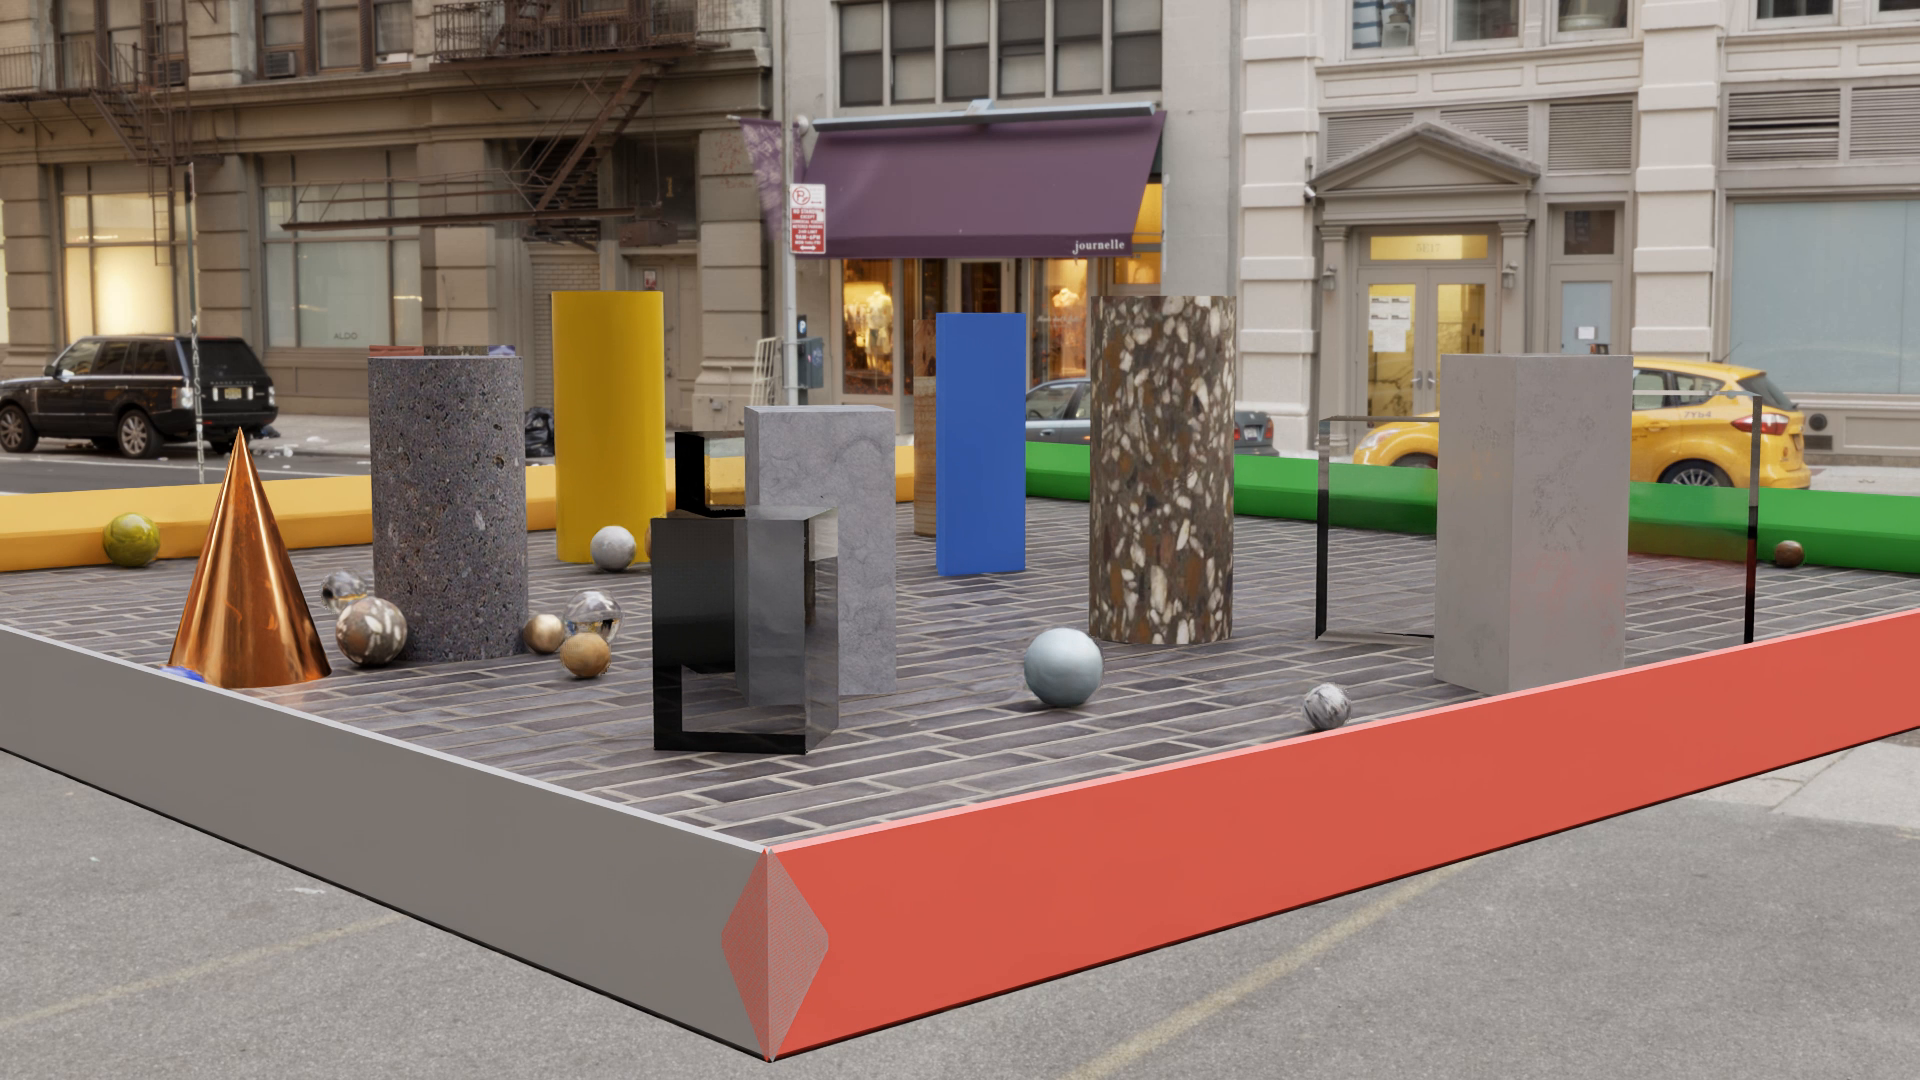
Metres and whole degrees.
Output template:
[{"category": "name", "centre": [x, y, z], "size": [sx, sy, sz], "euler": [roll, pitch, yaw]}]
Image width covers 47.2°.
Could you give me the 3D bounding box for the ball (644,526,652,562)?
[{"category": "ball", "centre": [-0.492, 0.003, 3.770], "size": [0.099, 0.099, 0.099], "euler": [0, 6, 0]}]

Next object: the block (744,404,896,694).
[{"category": "block", "centre": [-0.168, 0.008, 2.611], "size": [0.158, 0.329, 0.158], "euler": [-1, 6, -11]}]

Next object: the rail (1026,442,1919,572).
[{"category": "rail", "centre": [1.063, -0.069, 4.307], "size": [0.045, 0.128, 2.853], "euler": [-5, 8, -42]}]

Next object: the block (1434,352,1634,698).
[{"category": "block", "centre": [0.675, -0.022, 2.601], "size": [0.158, 0.393, 0.158], "euler": [-2, 6, -20]}]

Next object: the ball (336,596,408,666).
[{"category": "ball", "centre": [-0.737, 0.115, 2.756], "size": [0.087, 0.087, 0.087], "euler": [0, 6, 0]}]

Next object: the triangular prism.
[{"category": "triangular prism", "centre": [0.001, -0.169, 3.782], "size": [0.171, 0.440, 0.148], "euler": [-4, 7, -33]}]

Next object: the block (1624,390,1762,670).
[{"category": "block", "centre": [0.896, -0.011, 2.726], "size": [0.158, 0.343, 0.158], "euler": [1, 6, 14]}]

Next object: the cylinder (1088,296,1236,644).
[{"category": "cylinder", "centre": [0.277, -0.101, 3.017], "size": [0.197, 0.463, 0.197], "euler": [0, 6, 0]}]

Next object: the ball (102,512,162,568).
[{"category": "ball", "centre": [-1.438, 0.000, 3.819], "size": [0.096, 0.096, 0.096], "euler": [0, 6, 0]}]

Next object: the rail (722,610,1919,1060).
[{"category": "rail", "centre": [0.951, 0.140, 2.307], "size": [2.940, 0.128, 0.045], "euler": [-5, 8, -42]}]

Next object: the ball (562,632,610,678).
[{"category": "ball", "centre": [-0.455, 0.140, 2.673], "size": [0.056, 0.056, 0.056], "euler": [0, 6, 0]}]

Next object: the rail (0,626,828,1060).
[{"category": "rail", "centre": [-1.063, 0.135, 2.356], "size": [0.045, 0.128, 2.853], "euler": [-5, 8, -42]}]

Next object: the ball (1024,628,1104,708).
[{"category": "ball", "centre": [0.116, 0.143, 2.475], "size": [0.090, 0.090, 0.090], "euler": [0, 6, 0]}]

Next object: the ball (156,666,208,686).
[{"category": "ball", "centre": [-0.812, 0.170, 2.265], "size": [0.081, 0.081, 0.081], "euler": [0, 6, 0]}]

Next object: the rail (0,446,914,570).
[{"category": "rail", "centre": [-0.951, -0.074, 4.357], "size": [2.940, 0.128, 0.045], "euler": [-5, 8, -42]}]

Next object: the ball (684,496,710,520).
[{"category": "ball", "centre": [-0.560, -0.068, 4.680], "size": [0.052, 0.052, 0.052], "euler": [0, 6, 0]}]

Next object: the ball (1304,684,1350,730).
[{"category": "ball", "centre": [0.389, 0.178, 2.336], "size": [0.049, 0.049, 0.049], "euler": [0, 6, 0]}]

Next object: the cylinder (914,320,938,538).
[{"category": "cylinder", "centre": [0.006, -0.226, 4.388], "size": [0.197, 0.426, 0.197], "euler": [0, 6, 0]}]

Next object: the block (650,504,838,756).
[{"category": "block", "centre": [-0.221, 0.089, 2.286], "size": [0.158, 0.237, 0.158], "euler": [1, 6, 9]}]

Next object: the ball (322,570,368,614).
[{"category": "ball", "centre": [-0.903, 0.077, 3.226], "size": [0.065, 0.065, 0.065], "euler": [0, 6, 0]}]

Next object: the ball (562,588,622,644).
[{"category": "ball", "centre": [-0.487, 0.103, 2.917], "size": [0.077, 0.077, 0.077], "euler": [0, 6, 0]}]

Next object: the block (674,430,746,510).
[{"category": "block", "centre": [-0.269, 0.006, 2.842], "size": [0.158, 0.287, 0.158], "euler": [-3, 6, -23]}]

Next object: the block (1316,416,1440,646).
[{"category": "block", "centre": [0.581, -0.017, 3.012], "size": [0.158, 0.297, 0.158], "euler": [2, 6, 18]}]

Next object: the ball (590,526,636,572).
[{"category": "ball", "centre": [-0.592, 0.015, 3.756], "size": [0.079, 0.079, 0.079], "euler": [0, 6, 0]}]

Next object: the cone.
[{"category": "cone", "centre": [-0.871, 0.013, 2.675], "size": [0.197, 0.306, 0.197], "euler": [0, 6, 0]}]

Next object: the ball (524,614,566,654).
[{"category": "ball", "centre": [-0.540, 0.122, 2.859], "size": [0.053, 0.053, 0.053], "euler": [0, 6, 0]}]

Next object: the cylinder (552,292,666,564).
[{"category": "cylinder", "centre": [-0.629, -0.206, 3.953], "size": [0.197, 0.478, 0.197], "euler": [0, 6, 0]}]

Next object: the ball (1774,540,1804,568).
[{"category": "ball", "centre": [1.437, 0.024, 3.808], "size": [0.050, 0.050, 0.050], "euler": [0, 6, 0]}]

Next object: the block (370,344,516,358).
[{"category": "block", "centre": [-0.792, -0.103, 3.381], "size": [0.158, 0.391, 0.158], "euler": [-6, 8, -44]}]

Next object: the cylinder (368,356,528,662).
[{"category": "cylinder", "centre": [-0.666, -0.046, 2.871], "size": [0.197, 0.384, 0.197], "euler": [0, 6, 0]}]
